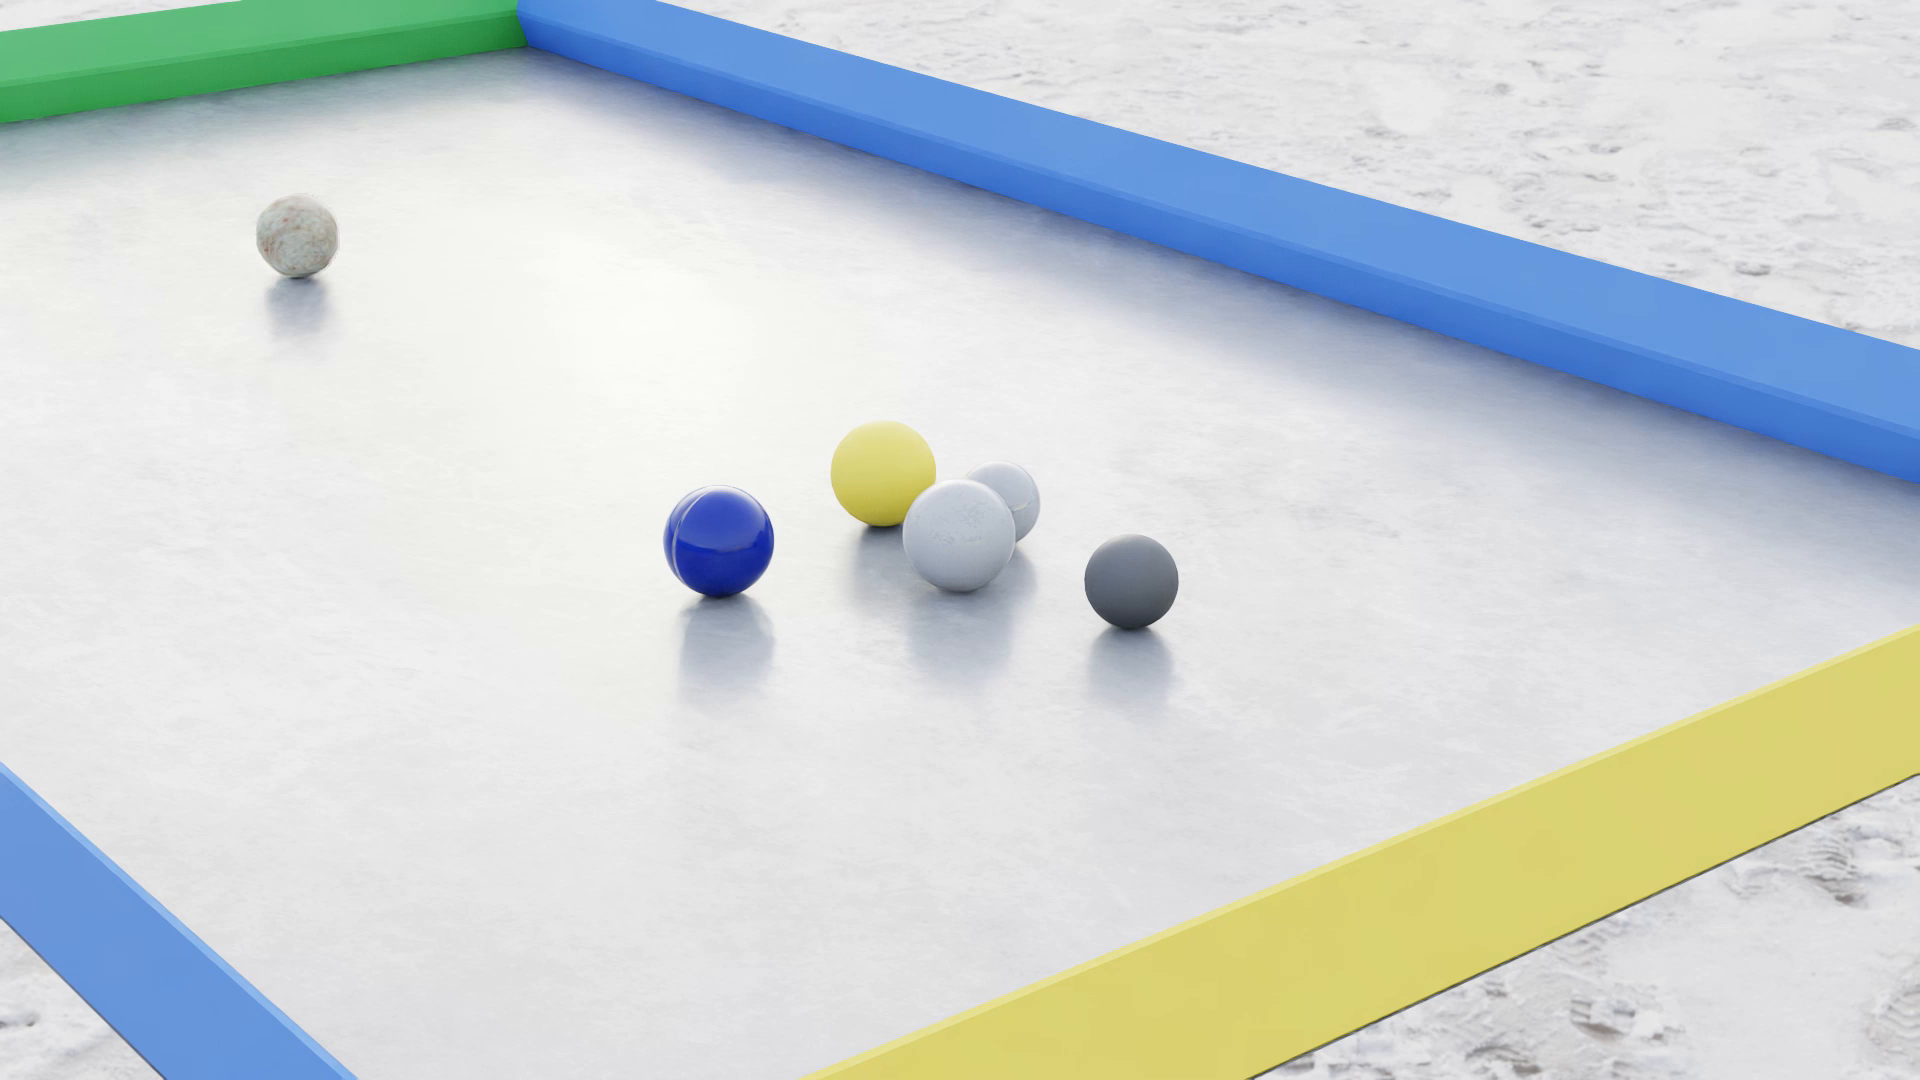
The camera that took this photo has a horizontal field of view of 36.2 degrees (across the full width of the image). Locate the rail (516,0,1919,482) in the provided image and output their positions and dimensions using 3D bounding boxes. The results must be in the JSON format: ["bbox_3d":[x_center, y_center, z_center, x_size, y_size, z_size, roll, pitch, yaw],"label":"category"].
[{"bbox_3d":[0.212,-0.420,3.549,0.045,0.127,2.940,-16,26,-35],"label":"rail"}]

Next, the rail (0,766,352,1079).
[{"bbox_3d":[-1.125,-0.035,2.562,0.045,0.127,2.940,-16,26,-35],"label":"rail"}]

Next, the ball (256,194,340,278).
[{"bbox_3d":[-0.772,-0.354,3.425,0.095,0.095,0.095,0,21,0],"label":"ball"}]

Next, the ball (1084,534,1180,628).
[{"bbox_3d":[0.143,0.034,2.452,0.079,0.079,0.079,0,21,0],"label":"ball"}]

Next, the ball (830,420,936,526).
[{"bbox_3d":[-0.070,-0.061,2.671,0.097,0.097,0.097,0,21,0],"label":"ball"}]

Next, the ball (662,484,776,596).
[{"bbox_3d":[-0.206,0.001,2.515,0.096,0.096,0.096,0,21,0],"label":"ball"}]

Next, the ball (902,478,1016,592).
[{"bbox_3d":[-0.001,-0.004,2.527,0.098,0.098,0.098,0,21,0],"label":"ball"}]

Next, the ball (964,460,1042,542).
[{"bbox_3d":[0.034,-0.033,2.626,0.078,0.078,0.078,0,21,0],"label":"ball"}]

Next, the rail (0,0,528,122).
[{"bbox_3d":[-1.354,-0.640,4.111,1.752,0.127,0.045,-16,26,-35],"label":"rail"}]

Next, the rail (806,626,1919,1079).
[{"bbox_3d":[0.442,0.184,1.999,1.752,0.127,0.045,-16,26,-35],"label":"rail"}]
